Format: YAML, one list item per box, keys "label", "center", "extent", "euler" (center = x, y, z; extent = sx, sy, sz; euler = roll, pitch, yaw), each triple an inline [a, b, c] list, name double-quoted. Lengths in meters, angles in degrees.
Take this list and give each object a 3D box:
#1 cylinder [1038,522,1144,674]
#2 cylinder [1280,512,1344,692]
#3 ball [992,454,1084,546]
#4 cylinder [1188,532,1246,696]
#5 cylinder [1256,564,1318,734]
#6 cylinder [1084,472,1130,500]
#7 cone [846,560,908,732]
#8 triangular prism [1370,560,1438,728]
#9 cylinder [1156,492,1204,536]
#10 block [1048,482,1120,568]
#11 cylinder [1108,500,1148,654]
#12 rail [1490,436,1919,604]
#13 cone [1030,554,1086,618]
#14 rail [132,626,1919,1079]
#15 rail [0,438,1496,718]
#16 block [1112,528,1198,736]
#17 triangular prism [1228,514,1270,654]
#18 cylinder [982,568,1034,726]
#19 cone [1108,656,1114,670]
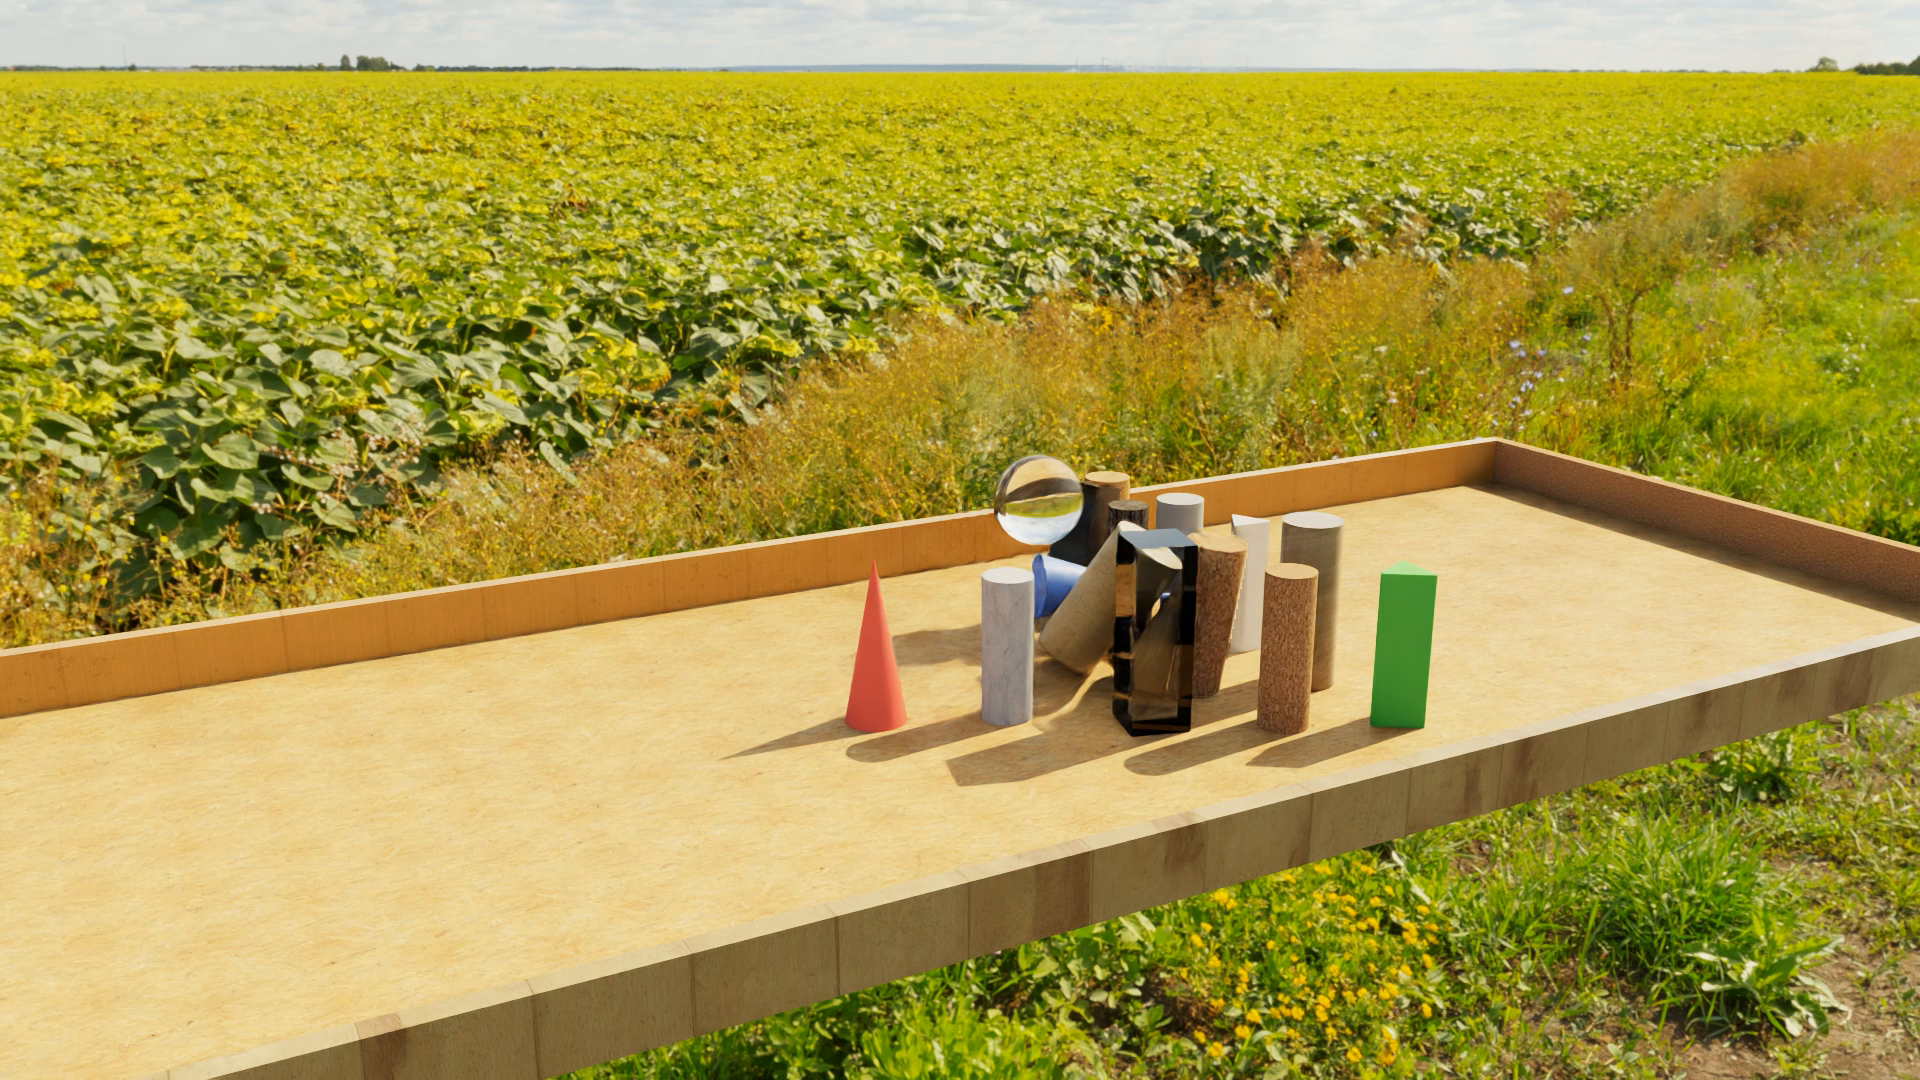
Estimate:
- label: "cylinder"
  center: [0.367, 0.147, 4.150]
  extent: [0.167, 0.365, 0.167]
  euler: [30, 20, -12]
- label: "cylinder"
  center: [0.864, 0.153, 4.089]
  extent: [0.150, 0.420, 0.150]
  euler: [0, 16, 0]
- label: "ball"
  center: [0.213, -0.108, 4.486]
  extent: [0.247, 0.247, 0.247]
  euler: [0, 16, 0]
- label: "cylinder"
  center: [0.597, 0.181, 4.045]
  extent: [0.144, 0.374, 0.144]
  euler: [7, 18, -2]
- label: "cylinder"
  center: [0.758, 0.252, 3.824]
  extent: [0.120, 0.379, 0.120]
  euler: [0, 16, 0]
- label: "cylinder"
  center: [0.430, -0.025, 4.849]
  extent: [0.131, 0.333, 0.131]
  euler: [0, 16, 0]
- label: "cone"
  center: [-0.198, 0.231, 3.848]
  extent: [0.148, 0.407, 0.148]
  euler: [0, 16, 0]
- label: "triangular prism"
  center: [1.031, 0.243, 3.863]
  extent: [0.124, 0.375, 0.107]
  euler: [2, 16, 7]
- label: "cylinder"
  center: [0.604, 0.052, 4.569]
  extent: [0.130, 0.344, 0.130]
  euler: [0, 16, 0]
- label: "block"
  center: [0.337, 0.021, 4.615]
  extent: [0.120, 0.358, 0.120]
  euler: [13, 5, 38]
- label: "cylinder"
  center: [0.436, 0.098, 4.322]
  extent: [0.104, 0.394, 0.104]
  euler: [0, 16, 0]
- label: "rail"
  center: [2.466, -0.048, 5.253]
  extent: [0.050, 0.150, 2.100]
  euler: [-9, 18, -27]
- label: "cone"
  center: [0.387, 0.129, 4.420]
  extent: [0.371, 0.172, 0.172]
  euler: [2, 16, -12]
- label: "rail"
  center: [-2.336, 1.006, 1.665]
  extent: [12.000, 0.150, 0.050]
  euler: [-9, 18, -27]
- label: "rail"
  center: [-3.305, 0.497, 3.399]
  extent: [12.000, 0.150, 0.050]
  euler: [-9, 18, -27]
- label: "block"
  center: [0.450, 0.214, 3.825]
  extent: [0.143, 0.452, 0.143]
  euler: [-4, 17, -12]
- label: "triangular prism"
  center: [0.737, 0.113, 4.350]
  extent: [0.108, 0.350, 0.093]
  euler: [-7, 18, -23]
- label: "cylinder"
  center: [0.112, 0.250, 3.881]
  extent: [0.123, 0.351, 0.123]
  euler: [0, 16, 0]
- label: "cone"
  center: [0.496, 0.186, 4.090]
  extent: [0.134, 0.330, 0.134]
  euler: [21, 16, -6]
